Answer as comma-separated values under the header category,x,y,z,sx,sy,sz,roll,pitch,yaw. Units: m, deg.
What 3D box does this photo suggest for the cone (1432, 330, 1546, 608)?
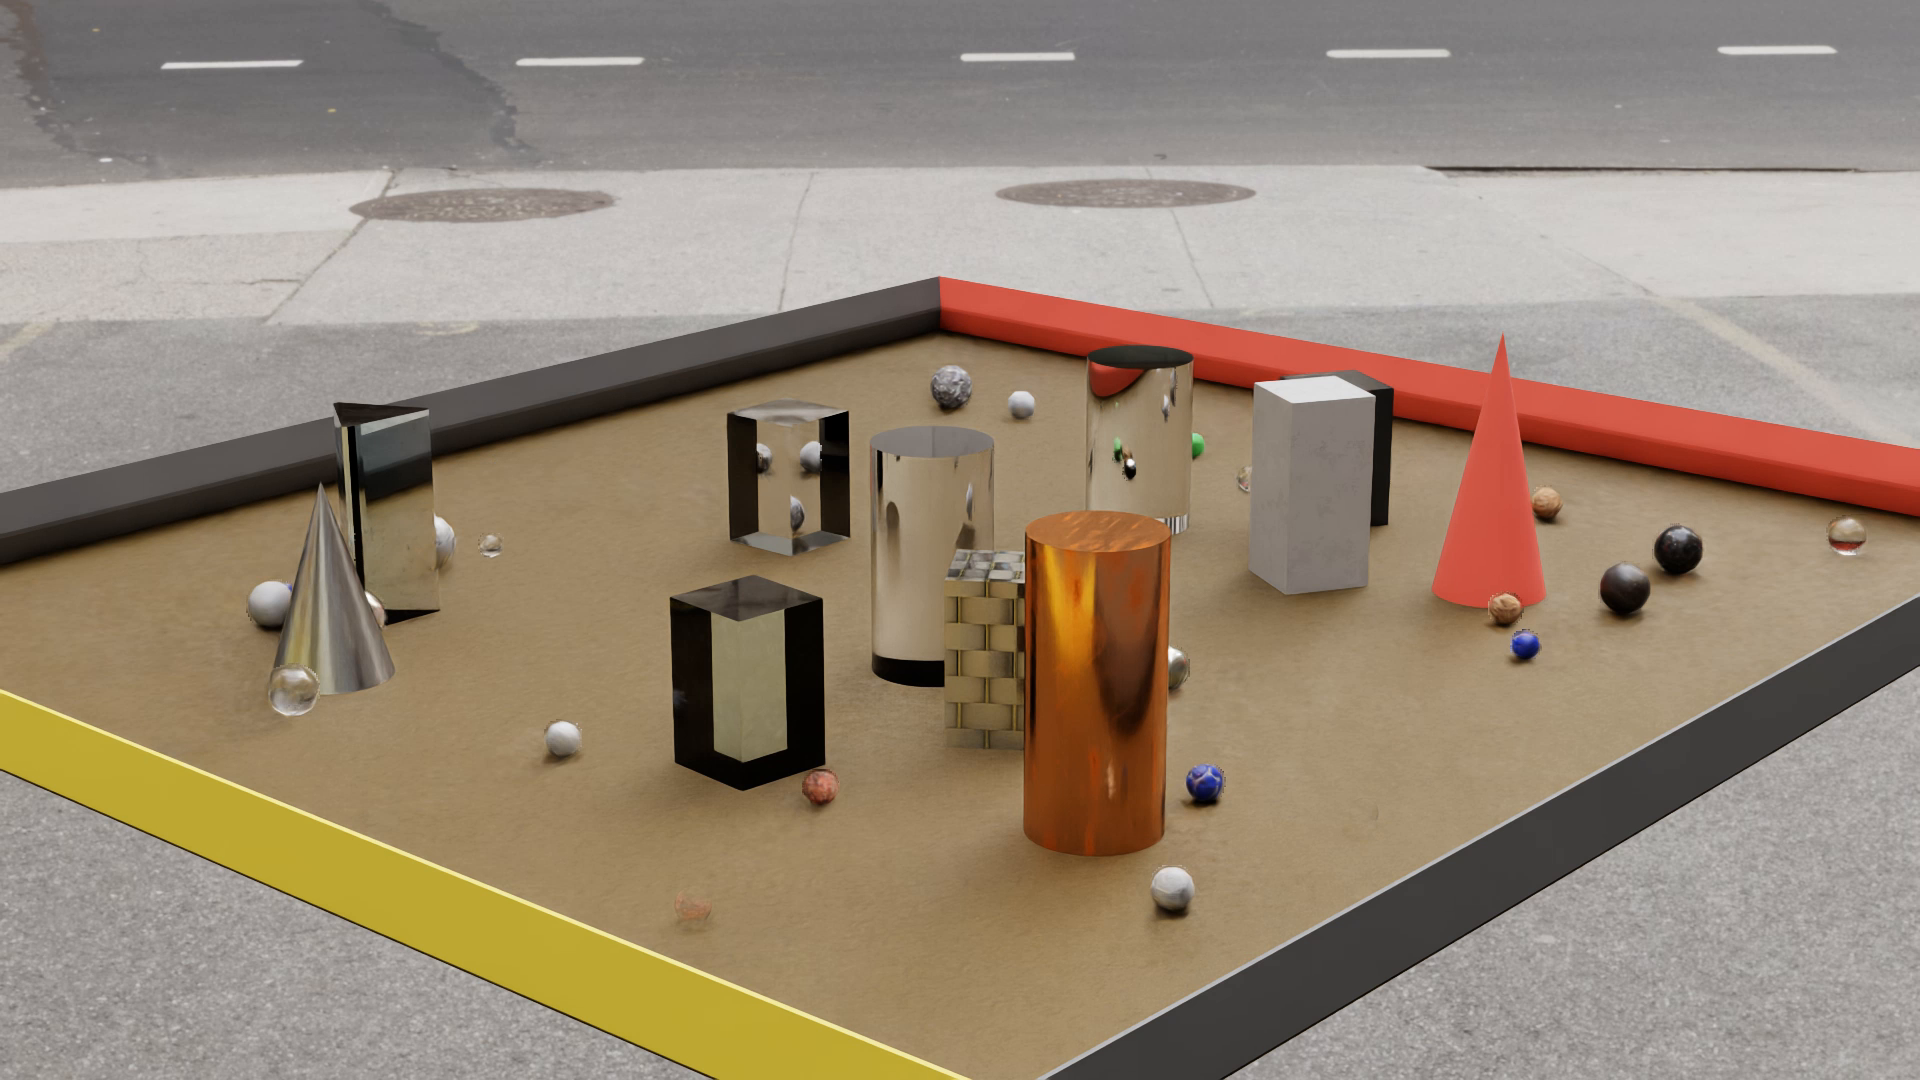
category,x,y,z,sx,sy,sz,roll,pitch,yaw
cone,0.930,-0.134,5.090,0.198,0.467,0.198,0,17,0

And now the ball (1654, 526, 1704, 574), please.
category,x,y,z,sx,sy,sz,roll,pitch,yaw
ball,1.286,0.017,5.248,0.086,0.086,0.086,0,17,0

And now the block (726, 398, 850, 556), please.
category,x,y,z,sx,sy,sz,roll,pitch,yaw
block,-0.316,-0.119,5.424,0.159,0.244,0.159,14,22,38

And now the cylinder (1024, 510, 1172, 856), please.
category,x,y,z,sx,sy,sz,roll,pitch,yaw
cylinder,0.188,0.196,4.047,0.198,0.436,0.198,0,17,0

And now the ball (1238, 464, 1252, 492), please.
category,x,y,z,sx,sy,sz,roll,pitch,yaw
ball,0.572,-0.122,5.766,0.053,0.053,0.053,0,17,0

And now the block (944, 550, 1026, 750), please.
category,x,y,z,sx,sy,sz,roll,pitch,yaw
block,0.065,0.166,4.446,0.159,0.264,0.159,2,17,6

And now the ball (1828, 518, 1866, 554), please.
category,x,y,z,sx,sy,sz,roll,pitch,yaw
ball,1.621,-0.006,5.358,0.067,0.067,0.067,0,17,0

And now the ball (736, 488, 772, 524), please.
category,x,y,z,sx,sy,sz,roll,pitch,yaw
ball,-0.389,-0.064,5.536,0.071,0.071,0.071,0,17,0

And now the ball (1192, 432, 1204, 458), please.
category,x,y,z,sx,sy,sz,roll,pitch,yaw
ball,0.477,-0.195,6.015,0.050,0.050,0.050,0,17,0

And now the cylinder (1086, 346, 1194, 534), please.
category,x,y,z,sx,sy,sz,roll,pitch,yaw
cylinder,0.337,-0.187,5.514,0.198,0.323,0.198,0,17,0

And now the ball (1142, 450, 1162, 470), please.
category,x,y,z,sx,sy,sz,roll,pitch,yaw
ball,0.386,-0.162,5.919,0.041,0.041,0.041,0,17,0

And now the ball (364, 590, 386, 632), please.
category,x,y,z,sx,sy,sz,roll,pitch,yaw
ball,-1.000,0.128,4.866,0.092,0.092,0.092,0,17,0

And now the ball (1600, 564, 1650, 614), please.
category,x,y,z,sx,sy,sz,roll,pitch,yaw
ball,1.141,0.083,5.031,0.086,0.086,0.086,0,17,0

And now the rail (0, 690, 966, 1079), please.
category,x,y,z,sx,sy,sz,roll,pitch,yaw
rail,-1.014,0.369,4.002,2.860,0.129,0.045,14,22,39

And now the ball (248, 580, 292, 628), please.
category,x,y,z,sx,sy,sz,roll,pitch,yaw
ball,-1.164,0.108,4.959,0.078,0.078,0.078,0,17,0

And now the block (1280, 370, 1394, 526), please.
category,x,y,z,sx,sy,sz,roll,pitch,yaw
block,0.709,-0.170,5.557,0.159,0.266,0.159,-6,18,-19

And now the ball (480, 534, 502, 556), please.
category,x,y,z,sx,sy,sz,roll,pitch,yaw
ball,-0.855,0.010,5.350,0.041,0.041,0.041,0,17,0

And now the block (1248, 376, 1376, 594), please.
category,x,y,z,sx,sy,sz,roll,pitch,yaw
block,0.620,-0.098,5.181,0.159,0.346,0.159,-6,18,-18

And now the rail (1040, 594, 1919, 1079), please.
category,x,y,z,sx,sy,sz,roll,pitch,yaw
rail,1.062,0.298,4.237,0.045,0.129,3.139,14,22,39

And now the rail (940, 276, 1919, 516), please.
category,x,y,z,sx,sy,sz,roll,pitch,yaw
rail,1.014,-0.304,6.237,2.860,0.129,0.045,14,22,39

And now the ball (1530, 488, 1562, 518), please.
category,x,y,z,sx,sy,sz,roll,pitch,yaw
ball,1.117,-0.070,5.585,0.058,0.058,0.058,0,17,0

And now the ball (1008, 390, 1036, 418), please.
category,x,y,z,sx,sy,sz,roll,pitch,yaw
ball,0.132,-0.291,6.316,0.060,0.060,0.060,0,17,0

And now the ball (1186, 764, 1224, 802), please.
category,x,y,z,sx,sy,sz,roll,pitch,yaw
ball,0.351,0.348,4.205,0.054,0.054,0.054,0,17,0

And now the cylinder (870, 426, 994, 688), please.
category,x,y,z,sx,sy,sz,roll,pitch,yaw
cylinder,-0.045,0.025,4.714,0.198,0.379,0.198,0,17,0

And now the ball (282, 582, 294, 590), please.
category,x,y,z,sx,sy,sz,roll,pitch,yaw
ball,-1.168,0.096,5.056,0.046,0.046,0.046,0,17,0

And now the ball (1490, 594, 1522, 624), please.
category,x,y,z,sx,sy,sz,roll,pitch,yaw
ball,0.926,0.117,4.974,0.052,0.052,0.052,0,17,0

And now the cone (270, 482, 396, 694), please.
category,x,y,z,sx,sy,sz,roll,pitch,yaw
cone,-1.013,0.061,4.689,0.198,0.325,0.198,0,17,0

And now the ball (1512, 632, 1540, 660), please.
category,x,y,z,sx,sy,sz,roll,pitch,yaw
ball,0.927,0.173,4.801,0.045,0.045,0.045,0,17,0

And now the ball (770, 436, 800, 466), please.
category,x,y,z,sx,sy,sz,roll,pitch,yaw
ball,-0.356,-0.182,5.952,0.061,0.061,0.061,0,17,0

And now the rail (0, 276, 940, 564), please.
category,x,y,z,sx,sy,sz,roll,pitch,yaw
rail,-1.062,-0.234,6.003,0.045,0.129,3.139,14,22,39

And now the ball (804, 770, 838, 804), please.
category,x,y,z,sx,sy,sz,roll,pitch,yaw
ball,-0.199,0.354,4.194,0.048,0.048,0.048,0,17,0

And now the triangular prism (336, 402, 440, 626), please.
category,x,y,z,sx,sy,sz,roll,pitch,yaw
triangular prism,-1.009,-0.048,4.992,0.149,0.358,0.172,16,23,42

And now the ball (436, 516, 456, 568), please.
category,x,y,z,sx,sy,sz,roll,pitch,yaw
ball,-0.956,0.004,5.269,0.099,0.099,0.099,0,17,0

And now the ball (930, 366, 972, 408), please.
category,x,y,z,sx,sy,sz,roll,pitch,yaw
ball,-0.018,-0.335,6.408,0.092,0.092,0.092,0,17,0

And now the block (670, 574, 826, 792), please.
category,x,y,z,sx,sy,sz,roll,pitch,yaw
block,-0.312,0.208,4.315,0.159,0.259,0.159,-15,22,-41

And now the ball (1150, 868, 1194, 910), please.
category,x,y,z,sx,sy,sz,roll,pitch,yaw
ball,0.278,0.457,3.840,0.056,0.056,0.056,0,17,0

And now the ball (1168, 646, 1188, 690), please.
category,x,y,z,sx,sy,sz,roll,pitch,yaw
ball,0.328,0.203,4.659,0.070,0.070,0.070,0,17,0

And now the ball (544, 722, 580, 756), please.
category,x,y,z,sx,sy,sz,roll,pitch,yaw
ball,-0.593,0.297,4.376,0.053,0.053,0.053,0,17,0

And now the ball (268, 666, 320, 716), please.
category,x,y,z,sx,sy,sz,roll,pitch,yaw
ball,-1.032,0.234,4.542,0.078,0.078,0.078,0,17,0

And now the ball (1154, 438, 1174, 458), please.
category,x,y,z,sx,sy,sz,roll,pitch,yaw
ball,0.418,-0.188,6.004,0.042,0.042,0.042,0,17,0
